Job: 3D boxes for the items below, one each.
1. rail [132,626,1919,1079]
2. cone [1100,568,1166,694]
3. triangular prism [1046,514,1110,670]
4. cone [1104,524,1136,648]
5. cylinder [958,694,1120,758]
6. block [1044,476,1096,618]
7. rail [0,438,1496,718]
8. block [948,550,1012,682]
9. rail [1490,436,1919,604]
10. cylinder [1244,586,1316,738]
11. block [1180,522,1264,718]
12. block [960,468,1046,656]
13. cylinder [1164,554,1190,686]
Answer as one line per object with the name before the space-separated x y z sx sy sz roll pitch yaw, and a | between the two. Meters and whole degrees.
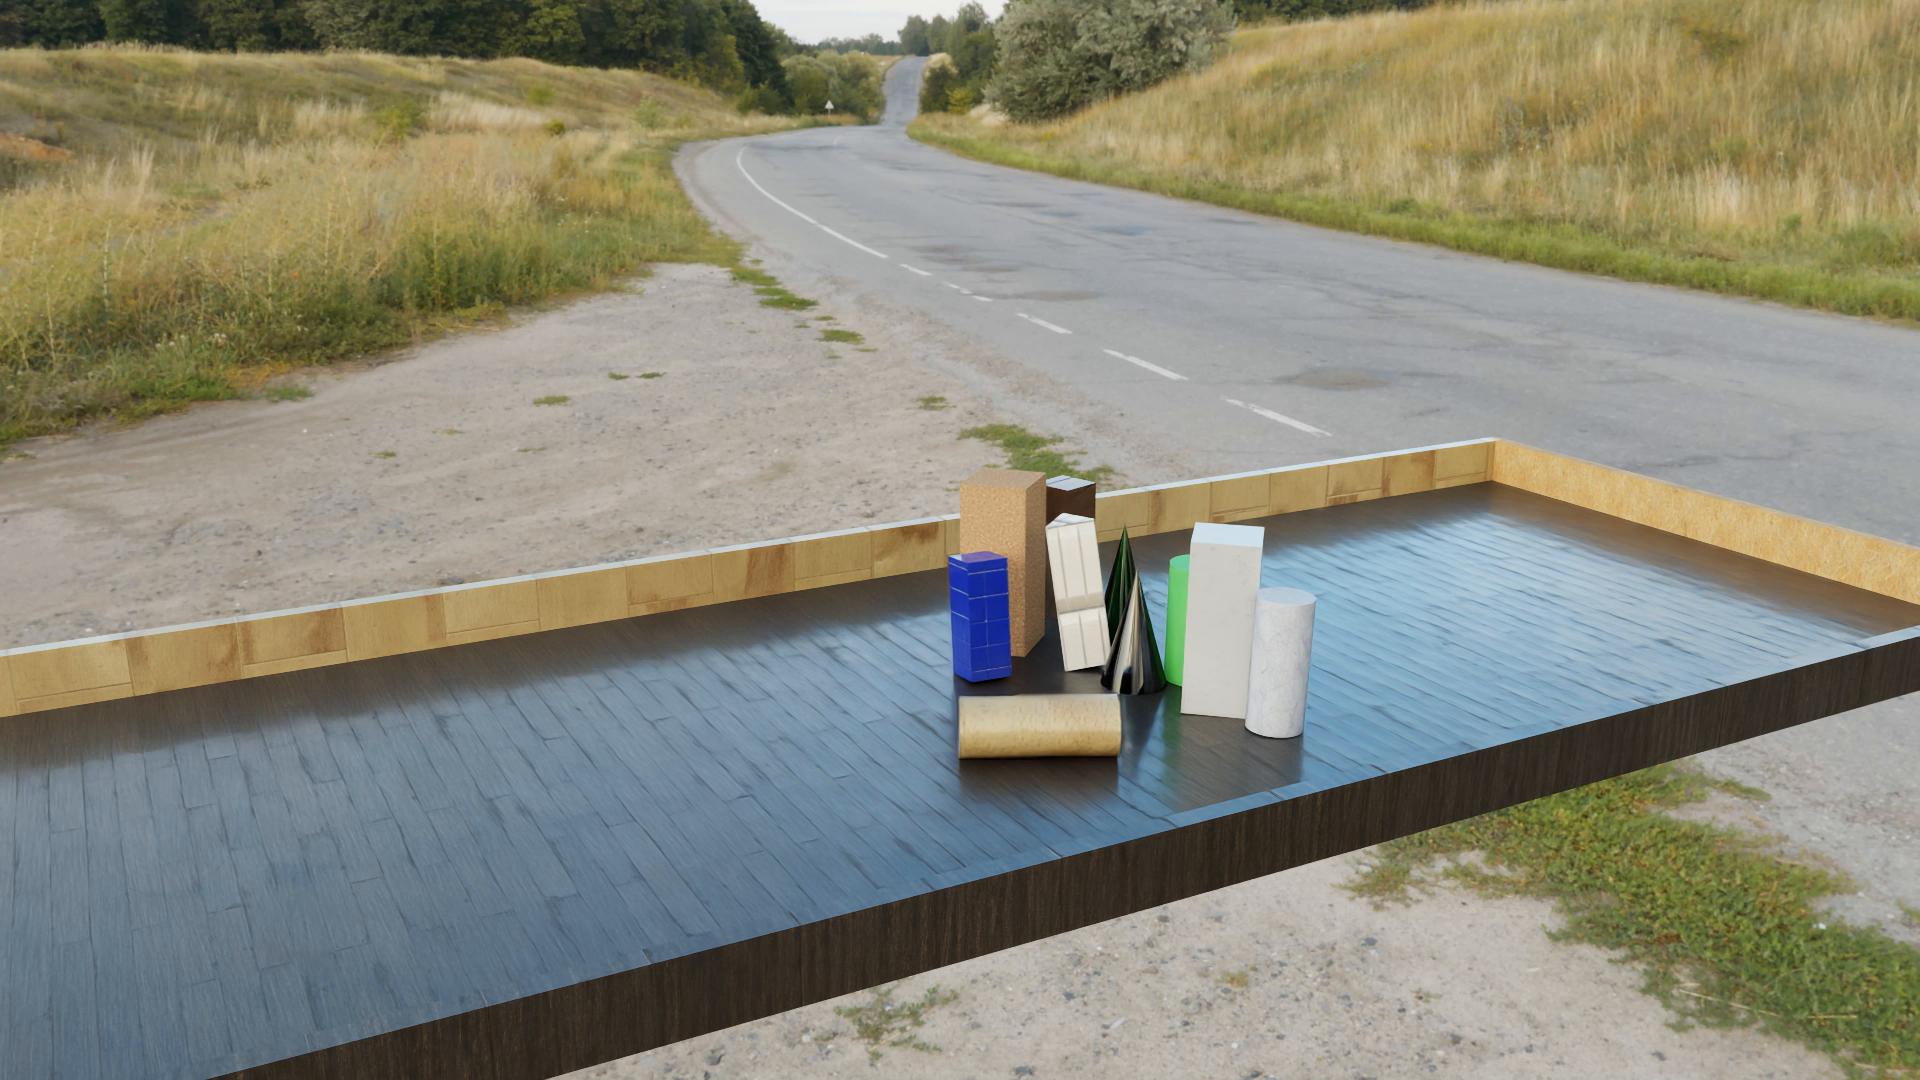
rail | -2.336 1.006 1.665 12.000 0.150 0.050 -9 18 -27
cone | 0.436 0.213 4.095 0.167 0.301 0.167 0 16 0
triangular prism | 0.297 0.128 4.218 0.122 0.384 0.106 -10 15 -4
cone | 0.429 0.122 4.329 0.168 0.345 0.168 0 16 0
cylinder | 0.175 0.416 3.694 0.355 0.139 0.139 -1 16 -2
block | 0.291 0.021 4.617 0.121 0.375 0.121 15 22 42
rail | -3.305 0.497 3.399 12.000 0.150 0.050 -9 18 -27
block | 0.051 0.191 4.149 0.111 0.304 0.111 -7 12 -24
rail | 2.466 -0.048 5.253 0.050 0.150 2.100 -9 18 -27
cylinder | 0.741 0.282 3.817 0.136 0.321 0.136 2 16 -1
block | 0.627 0.191 3.937 0.163 0.428 0.163 4 17 11
block | 0.114 0.056 4.354 0.178 0.454 0.178 6 18 19
cylinder | 0.592 0.202 4.127 0.150 0.302 0.150 1 17 0
